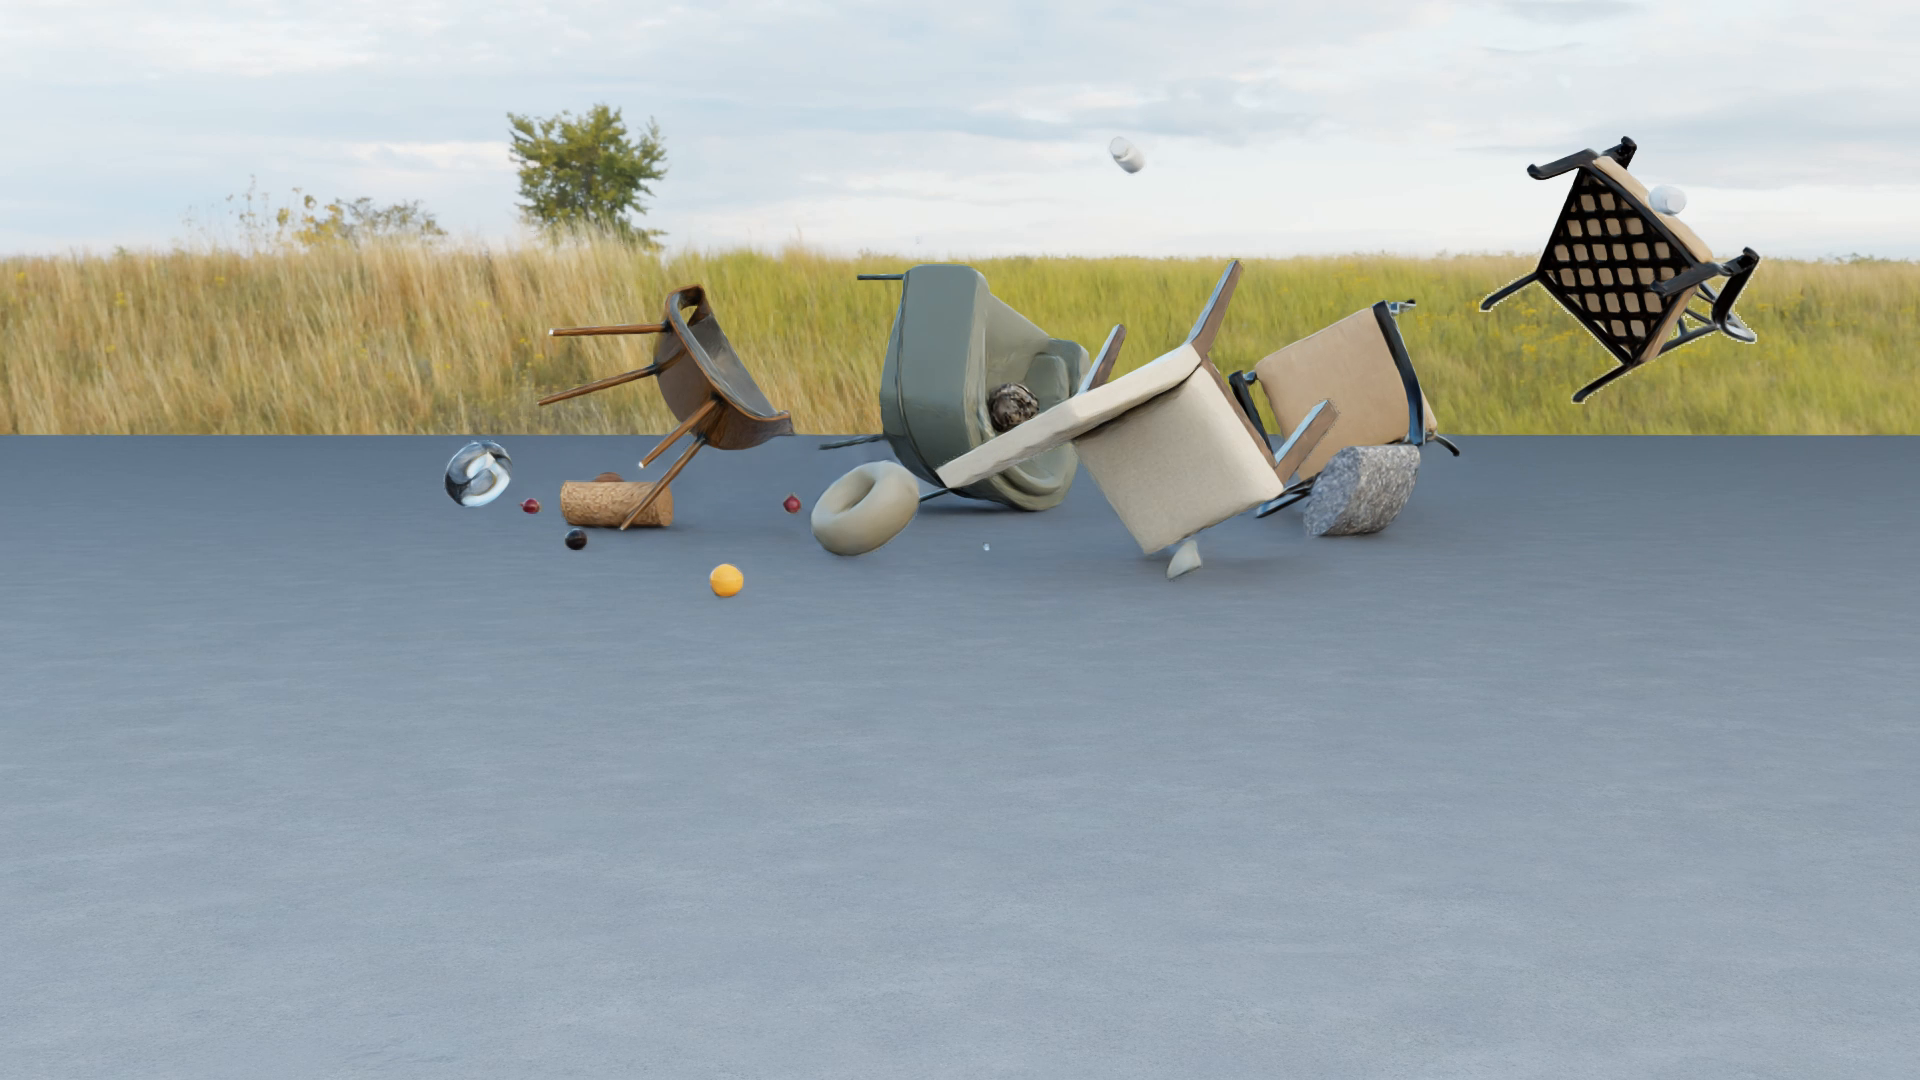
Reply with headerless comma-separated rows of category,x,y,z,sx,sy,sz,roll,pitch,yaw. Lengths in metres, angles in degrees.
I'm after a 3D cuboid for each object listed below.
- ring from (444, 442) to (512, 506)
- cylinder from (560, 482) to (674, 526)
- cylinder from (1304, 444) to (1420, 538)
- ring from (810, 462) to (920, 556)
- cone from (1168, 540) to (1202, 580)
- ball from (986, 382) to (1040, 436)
ring,-1.824,-0.248,8.331,0.100,0.272,0.342,41,-5,22
cylinder,-1.110,-0.116,7.137,0.312,0.141,0.235,0,-12,6
cylinder,1.228,-0.151,6.714,0.314,0.319,0.133,-4,37,-44
ring,-0.251,-0.082,5.785,0.330,0.133,0.262,-22,35,33
cone,0.533,0.052,5.049,0.052,0.070,0.127,17,44,35
ball,0.190,-0.471,7.909,0.189,0.189,0.189,0,4,0
